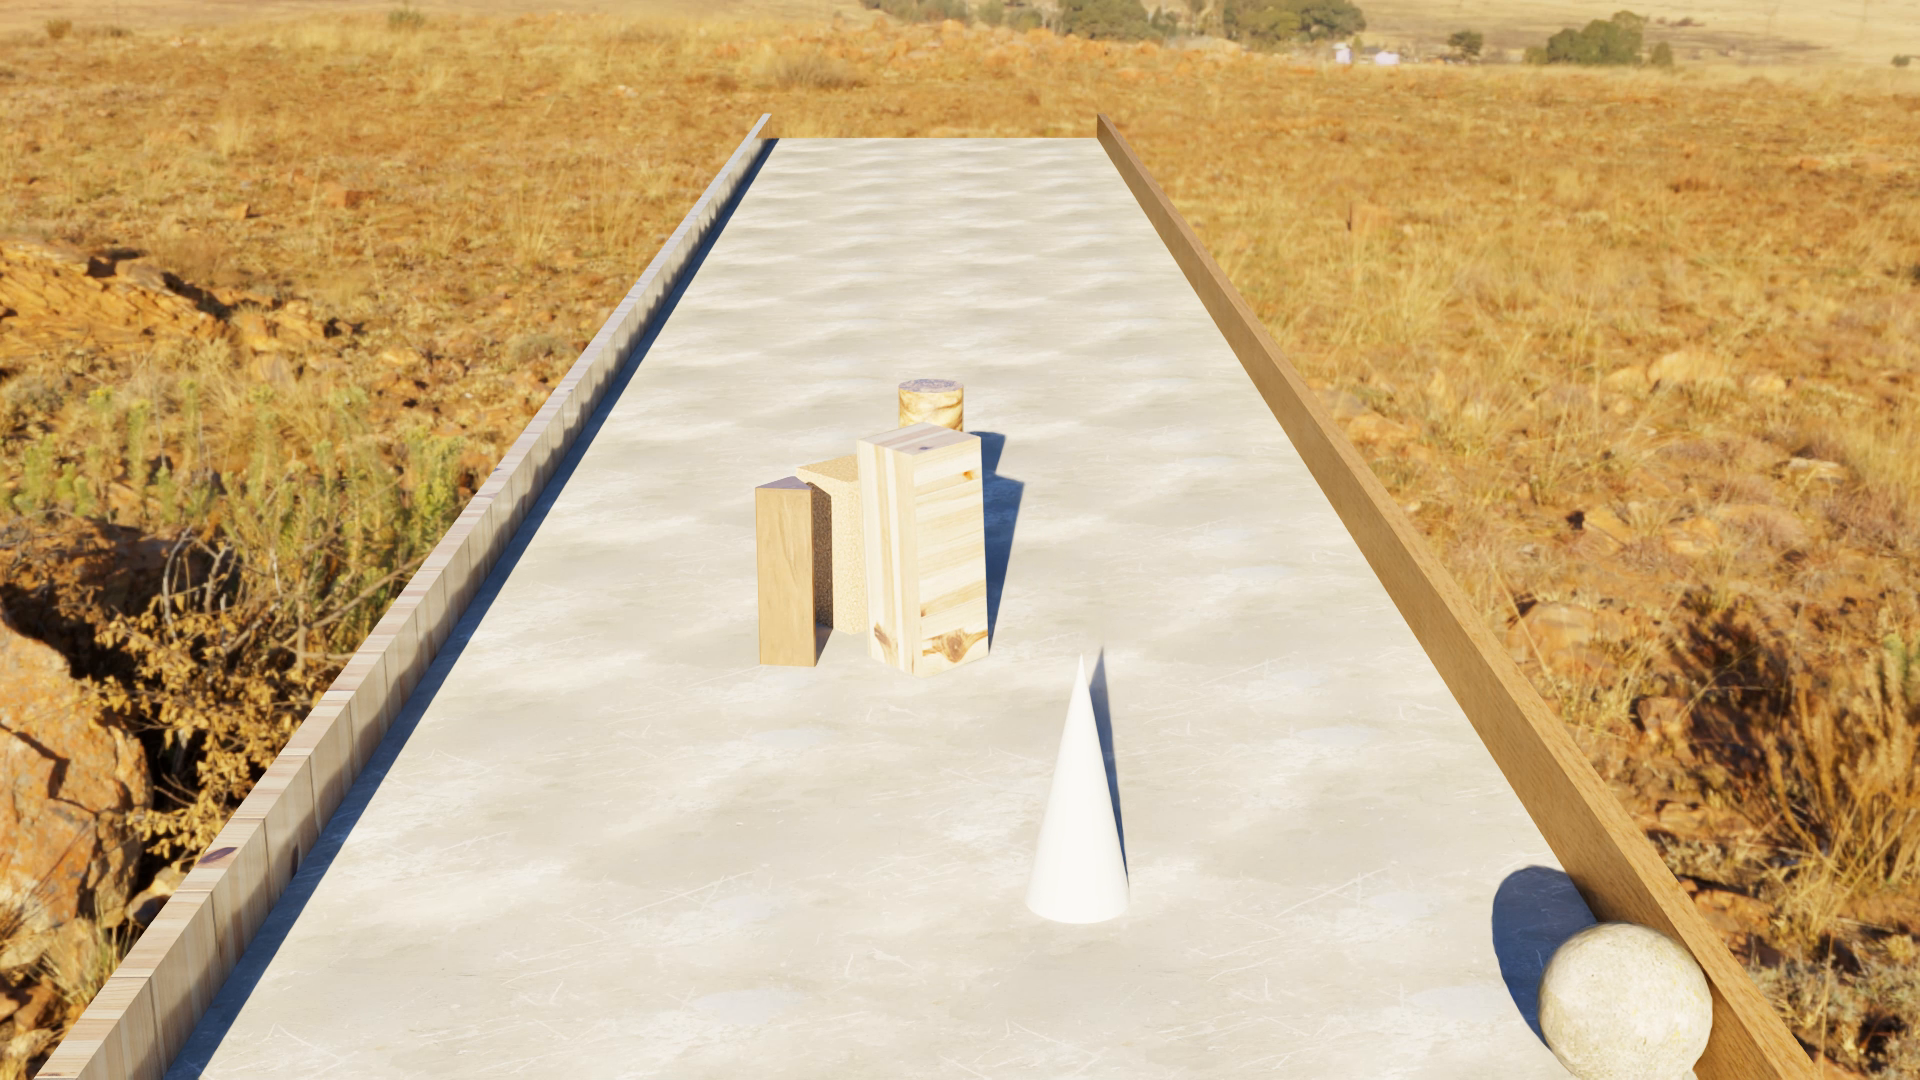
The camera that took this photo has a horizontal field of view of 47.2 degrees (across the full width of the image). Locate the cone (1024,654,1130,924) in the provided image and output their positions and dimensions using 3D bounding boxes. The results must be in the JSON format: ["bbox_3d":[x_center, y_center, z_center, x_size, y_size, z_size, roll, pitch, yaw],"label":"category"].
[{"bbox_3d":[0.180,0.359,3.316,0.164,0.401,0.164,0,17,0],"label":"cone"}]

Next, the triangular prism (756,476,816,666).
[{"bbox_3d":[-0.337,0.061,4.379,0.112,0.366,0.097,2,17,7],"label":"triangular prism"}]

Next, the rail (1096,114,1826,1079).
[{"bbox_3d":[0.932,-0.844,7.801,0.050,0.150,12.000,0,17,-1],"label":"rail"}]

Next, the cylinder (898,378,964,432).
[{"bbox_3d":[-0.064,-0.127,4.883,0.144,0.440,0.144,0,17,0],"label":"cylinder"}]

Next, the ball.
[{"bbox_3d":[0.853,0.601,2.826,0.217,0.217,0.217,0,17,0],"label":"ball"}]

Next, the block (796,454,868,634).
[{"bbox_3d":[-0.223,0.006,4.634,0.170,0.326,0.170,-15,22,-41],"label":"block"}]

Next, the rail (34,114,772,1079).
[{"bbox_3d":[-1.118,-0.838,7.780,0.050,0.150,12.000,0,17,-1],"label":"rail"}]

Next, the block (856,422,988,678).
[{"bbox_3d":[-0.072,0.018,4.354,0.171,0.456,0.171,-18,24,-38],"label":"block"}]
